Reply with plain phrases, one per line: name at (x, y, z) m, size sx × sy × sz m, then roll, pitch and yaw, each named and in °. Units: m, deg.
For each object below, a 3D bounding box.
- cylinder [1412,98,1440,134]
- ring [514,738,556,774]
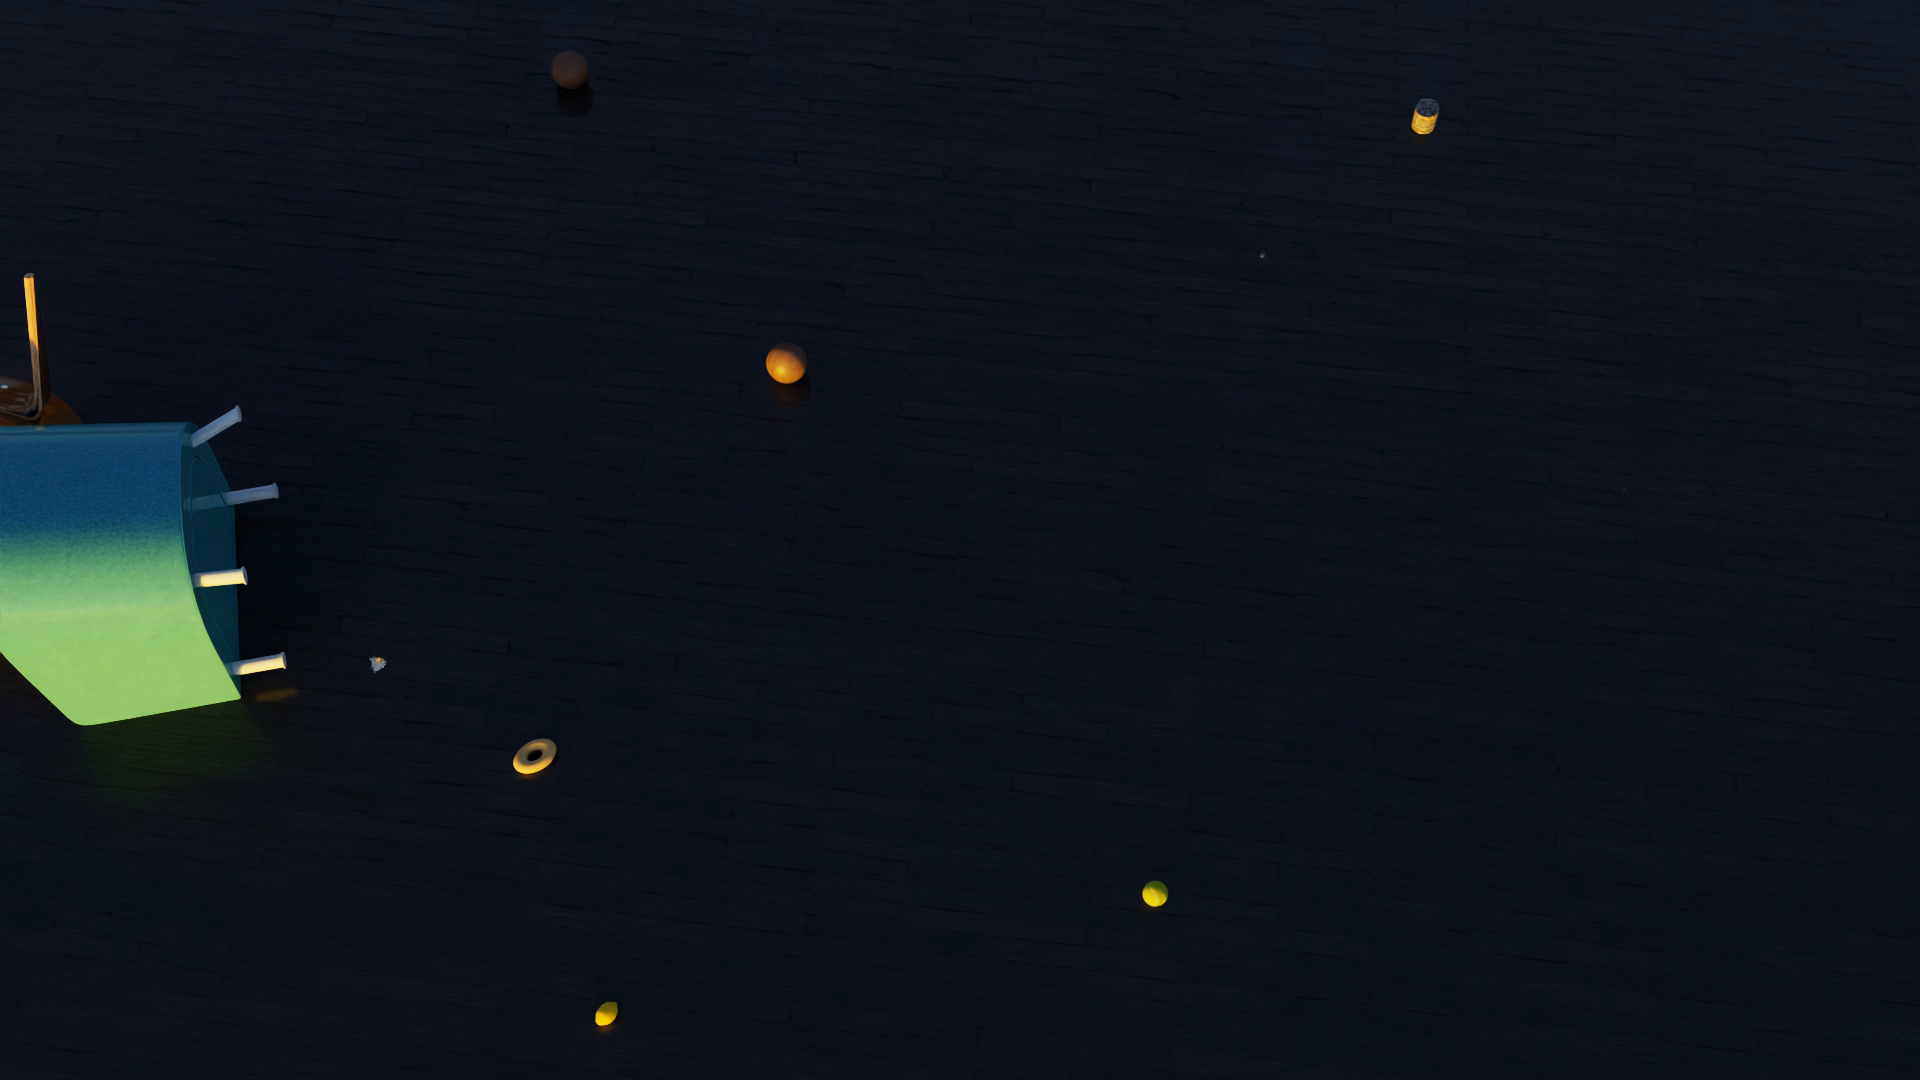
cylinder at (1.586, -1.444, 7.493) m, size 0.080 × 0.082 × 0.090 m, roll 28°, pitch 60°, yaw 17°
ring at (-1.188, 0.604, 6.150) m, size 0.131 × 0.032 × 0.093 m, roll -33°, pitch 61°, yaw -21°
